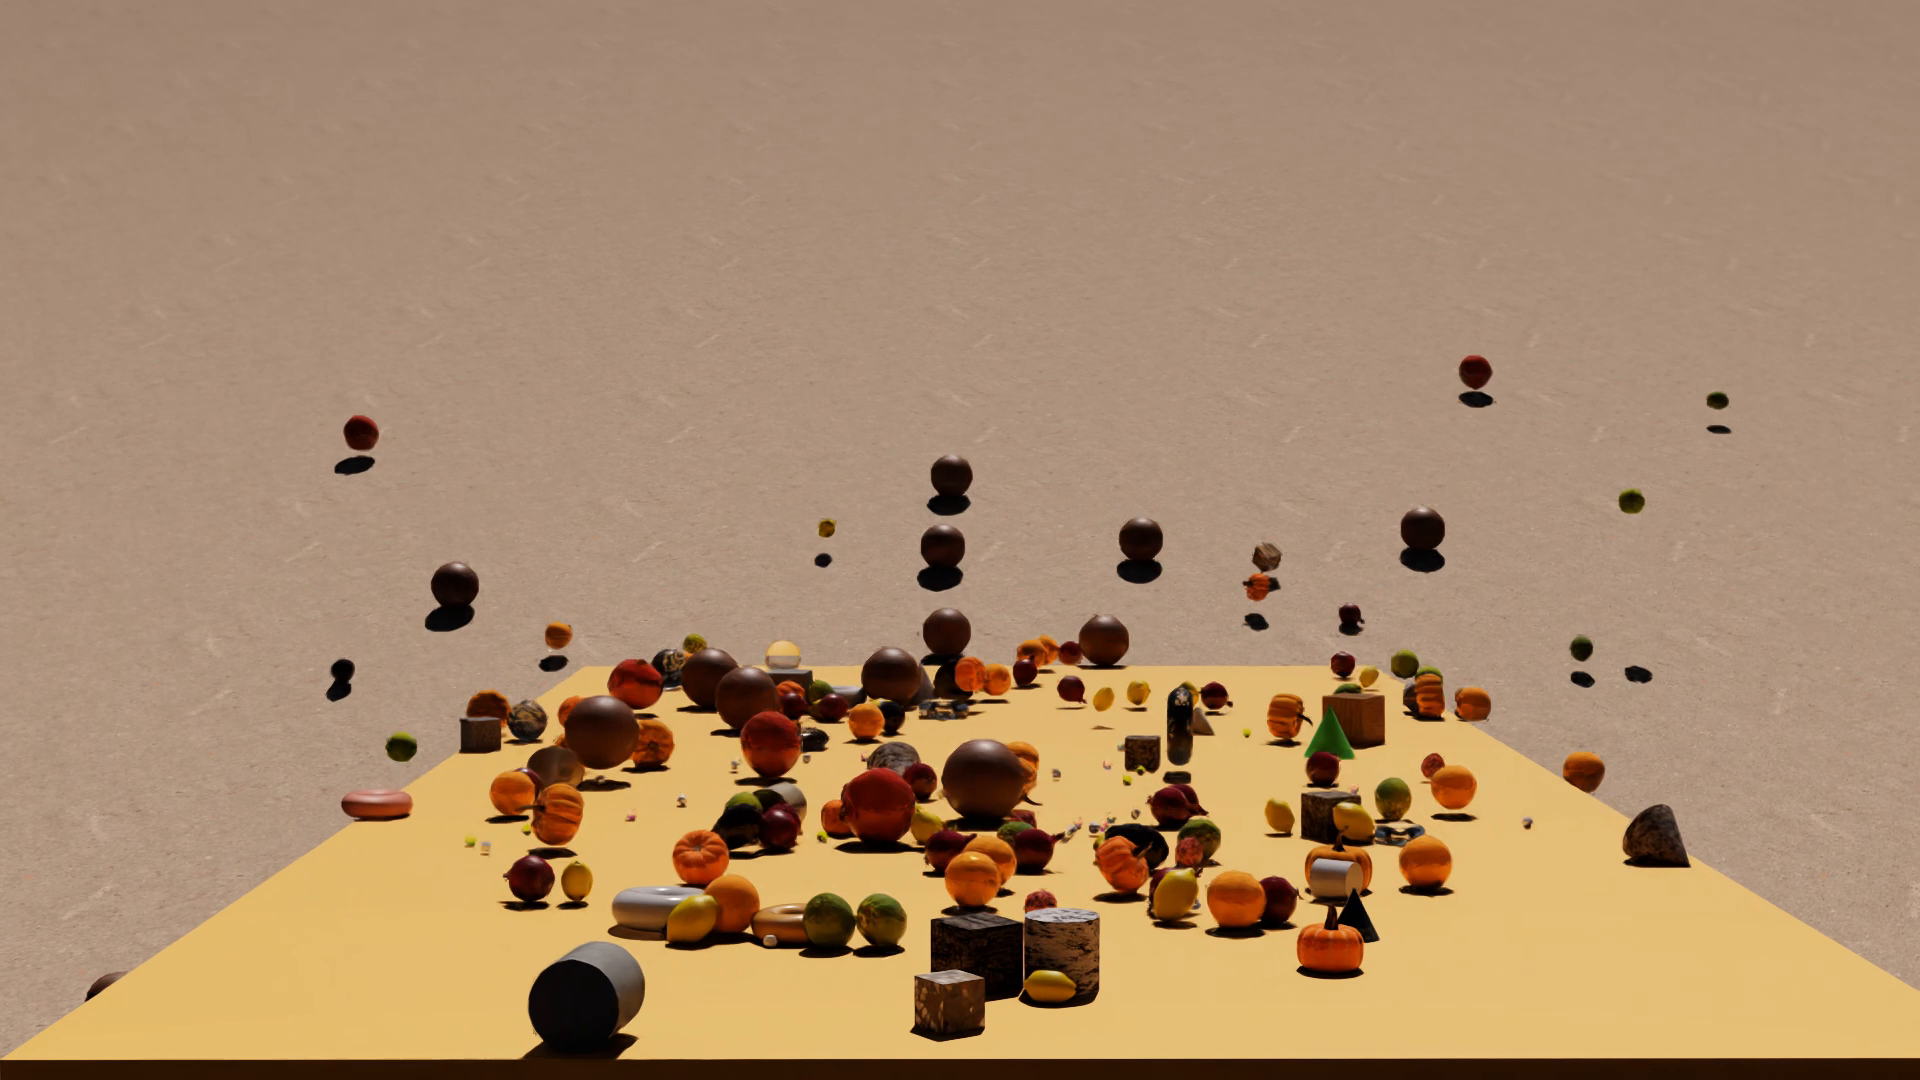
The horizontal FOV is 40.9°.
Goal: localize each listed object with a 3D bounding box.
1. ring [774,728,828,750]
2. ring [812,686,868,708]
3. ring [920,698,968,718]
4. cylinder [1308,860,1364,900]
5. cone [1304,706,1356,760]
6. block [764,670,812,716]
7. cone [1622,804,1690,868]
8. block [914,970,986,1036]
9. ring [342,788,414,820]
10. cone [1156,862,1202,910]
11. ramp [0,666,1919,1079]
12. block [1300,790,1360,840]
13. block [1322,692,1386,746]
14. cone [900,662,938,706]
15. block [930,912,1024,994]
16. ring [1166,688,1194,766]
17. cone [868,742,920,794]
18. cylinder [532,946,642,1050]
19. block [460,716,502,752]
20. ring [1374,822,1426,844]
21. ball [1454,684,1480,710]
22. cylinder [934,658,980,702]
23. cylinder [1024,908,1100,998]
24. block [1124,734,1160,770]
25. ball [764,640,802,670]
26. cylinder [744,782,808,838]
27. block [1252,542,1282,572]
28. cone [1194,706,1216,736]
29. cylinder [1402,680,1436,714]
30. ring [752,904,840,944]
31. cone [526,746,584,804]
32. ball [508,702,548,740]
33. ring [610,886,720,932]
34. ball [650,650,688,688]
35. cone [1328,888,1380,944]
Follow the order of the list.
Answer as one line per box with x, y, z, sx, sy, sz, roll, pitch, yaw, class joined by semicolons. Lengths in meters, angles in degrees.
-0.303;0.381;4.909;0.105;0.035;0.105;-1;4;0;ring
-0.267;0.342;5.617;0.130;0.043;0.130;1;2;0;ring
-0.034;0.356;5.422;0.106;0.035;0.106;1;3;0;ring
0.492;0.445;3.364;0.052;0.052;0.052;-3;16;38;cylinder
0.688;0.355;4.783;0.097;0.097;0.097;0;3;0;cone
-0.369;0.325;5.505;0.088;0.088;0.088;0;3;8;block
1.004;0.437;3.638;0.092;0.092;0.092;-11;34;-25;cone
-0.011;0.478;2.664;0.053;0.053;0.053;-2;3;-35;block
-0.925;0.419;4.085;0.112;0.037;0.112;1;2;0;ring
0.282;0.444;3.323;0.059;0.059;0.059;0;3;0;cone
0.051;0.466;4.534;2.000;0.100;4.000;0;3;0;ramp
0.559;0.415;3.876;0.064;0.064;0.064;-2;3;-29;block
0.765;0.348;5.000;0.090;0.090;0.090;2;3;36;block
-0.087;0.315;5.668;0.094;0.094;0.094;0;3;0;cone
0.019;0.459;2.851;0.074;0.074;0.074;-2;3;-34;block
0.389;0.331;4.552;0.046;0.139;0.139;1;22;4;ring
-0.106;0.404;4.350;0.091;0.091;0.091;-3;30;-8;cone
-0.376;0.461;2.599;0.094;0.094;0.094;1;-4;3;cylinder
-0.912;0.370;4.896;0.059;0.059;0.059;-2;3;-36;block
0.655;0.437;3.826;0.076;0.025;0.076;-1;4;0;ring
1.283;0.398;6.509;0.061;0.061;0.061;0;22;0;ball
-0.006;0.313;5.707;0.094;0.094;0.094;3;3;7;cylinder
0.112;0.455;2.837;0.083;0.083;0.083;0;3;0;cylinder
0.329;0.382;4.634;0.056;0.056;0.056;1;3;12;block
-0.431;0.287;6.274;0.091;0.091;0.091;0;22;0;ball
-0.279;0.409;3.899;0.074;0.074;0.074;7;5;18;cylinder
0.870;0.050;7.294;0.055;0.055;0.055;-14;48;-30;block
0.486;0.374;5.121;0.061;0.061;0.061;33;37;29;cone
0.980;0.336;5.490;0.066;0.066;0.066;2;2;5;cylinder
-0.200;0.465;3.120;0.108;0.036;0.108;-1;2;0;ring
-0.676;0.408;4.251;0.096;0.096;0.096;0;29;0;cone
-0.846;0.354;5.031;0.077;0.077;0.077;0;22;0;ball
-0.364;0.457;3.188;0.136;0.045;0.136;2;-1;0;ring
-0.679;0.300;6.010;0.090;0.090;0.090;0;22;0;ball
0.478;0.451;3.118;0.063;0.063;0.063;0;3;0;cone
